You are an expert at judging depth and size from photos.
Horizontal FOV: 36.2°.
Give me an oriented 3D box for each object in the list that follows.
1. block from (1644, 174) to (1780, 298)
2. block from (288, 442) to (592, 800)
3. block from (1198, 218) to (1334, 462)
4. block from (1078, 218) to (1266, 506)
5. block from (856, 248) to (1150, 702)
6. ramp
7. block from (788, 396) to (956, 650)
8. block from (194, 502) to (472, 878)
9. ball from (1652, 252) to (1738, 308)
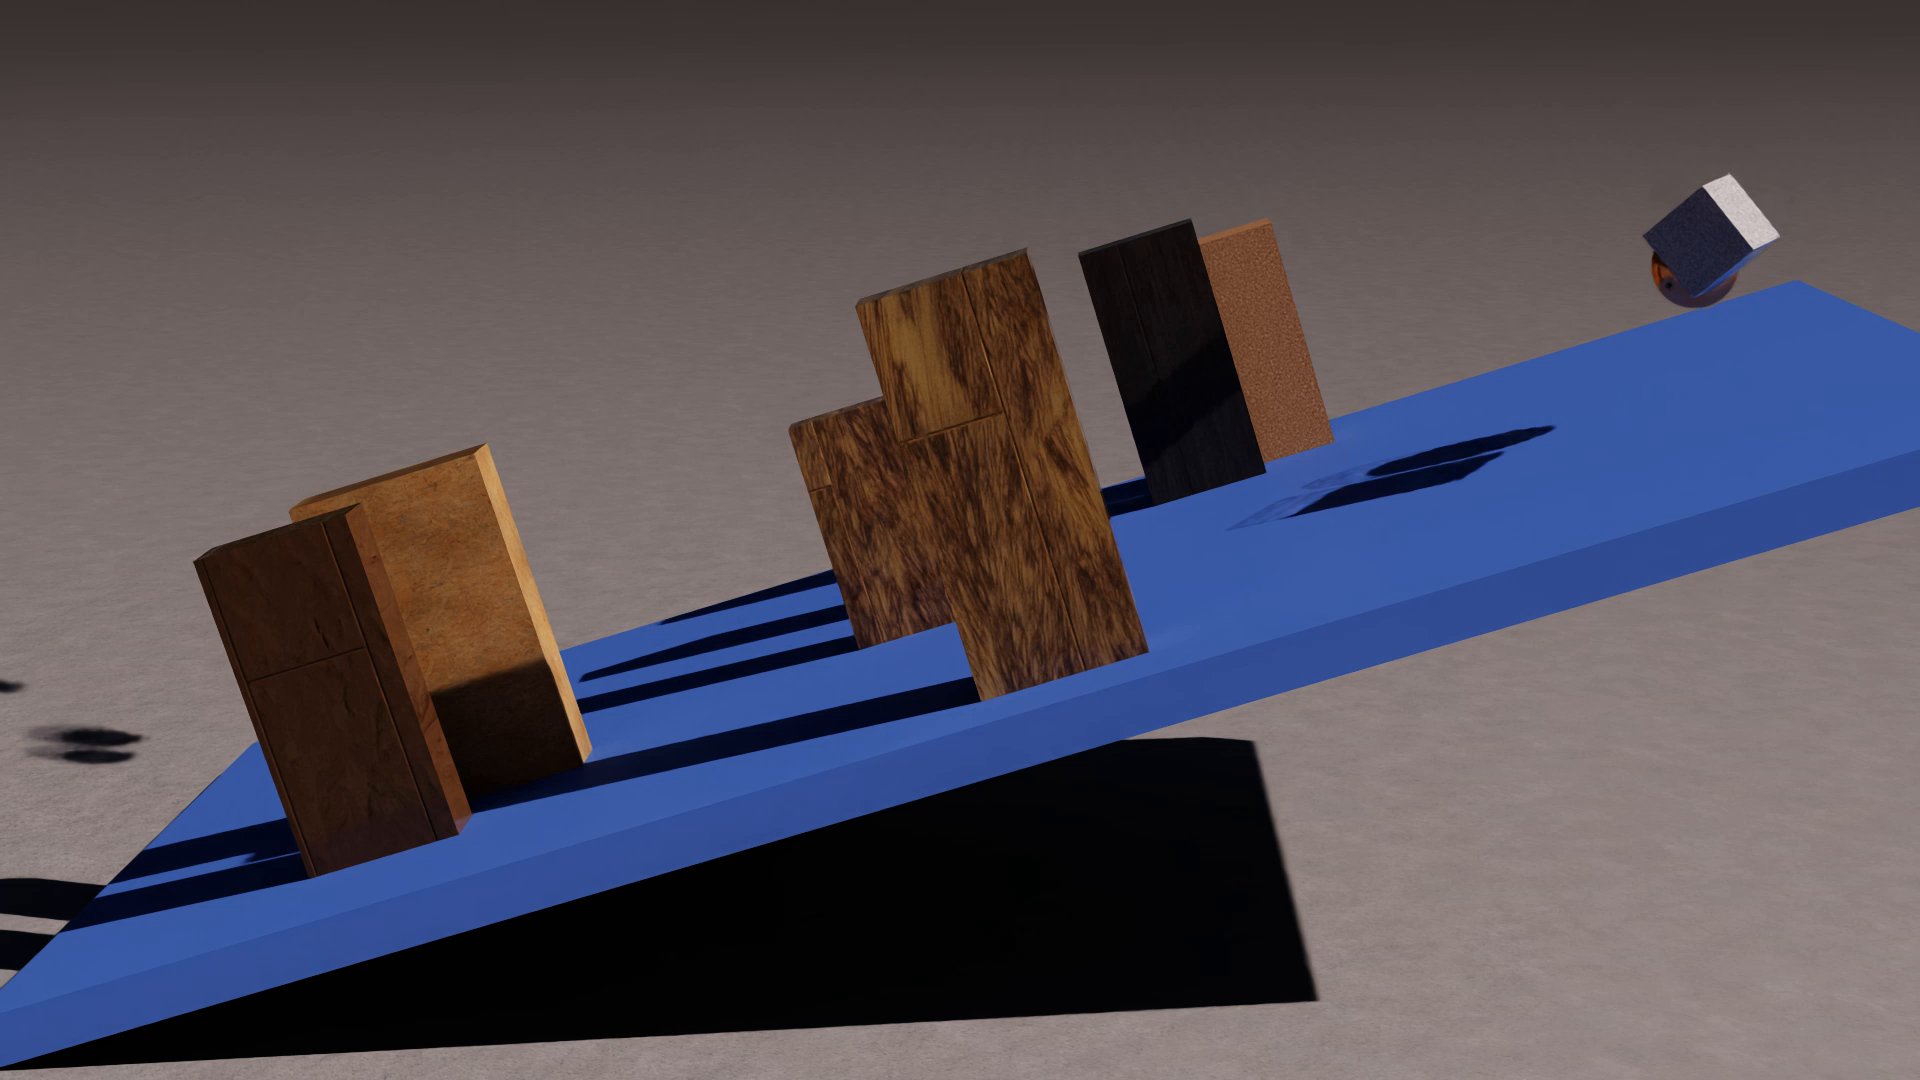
[{"bbox_3d":[1.509,-0.610,5.906,0.162,0.162,0.162,-43,-11,36],"label":"block"},{"bbox_3d":[-1.062,0.189,6.043,0.400,0.678,0.134,-17,10,5],"label":"block"},{"bbox_3d":[0.666,-0.455,6.944,0.289,0.538,0.132,-17,10,5],"label":"block"},{"bbox_3d":[0.491,-0.410,6.807,0.271,0.607,0.090,-17,10,5],"label":"block"},{"bbox_3d":[0.082,-0.120,5.476,0.327,0.775,0.124,-17,10,5],"label":"block"},{"bbox_3d":[0.097,0.184,6.314,4.000,0.100,2.000,-17,10,5],"label":"ramp"},{"bbox_3d":[-0.157,-0.046,6.272,0.274,0.498,0.087,-17,10,5],"label":"block"},{"bbox_3d":[-1.228,0.296,5.781,0.313,0.666,0.136,-17,10,5],"label":"block"},{"bbox_3d":[1.529,-0.571,6.118,0.177,0.177,0.177,0,11,0],"label":"ball"}]
